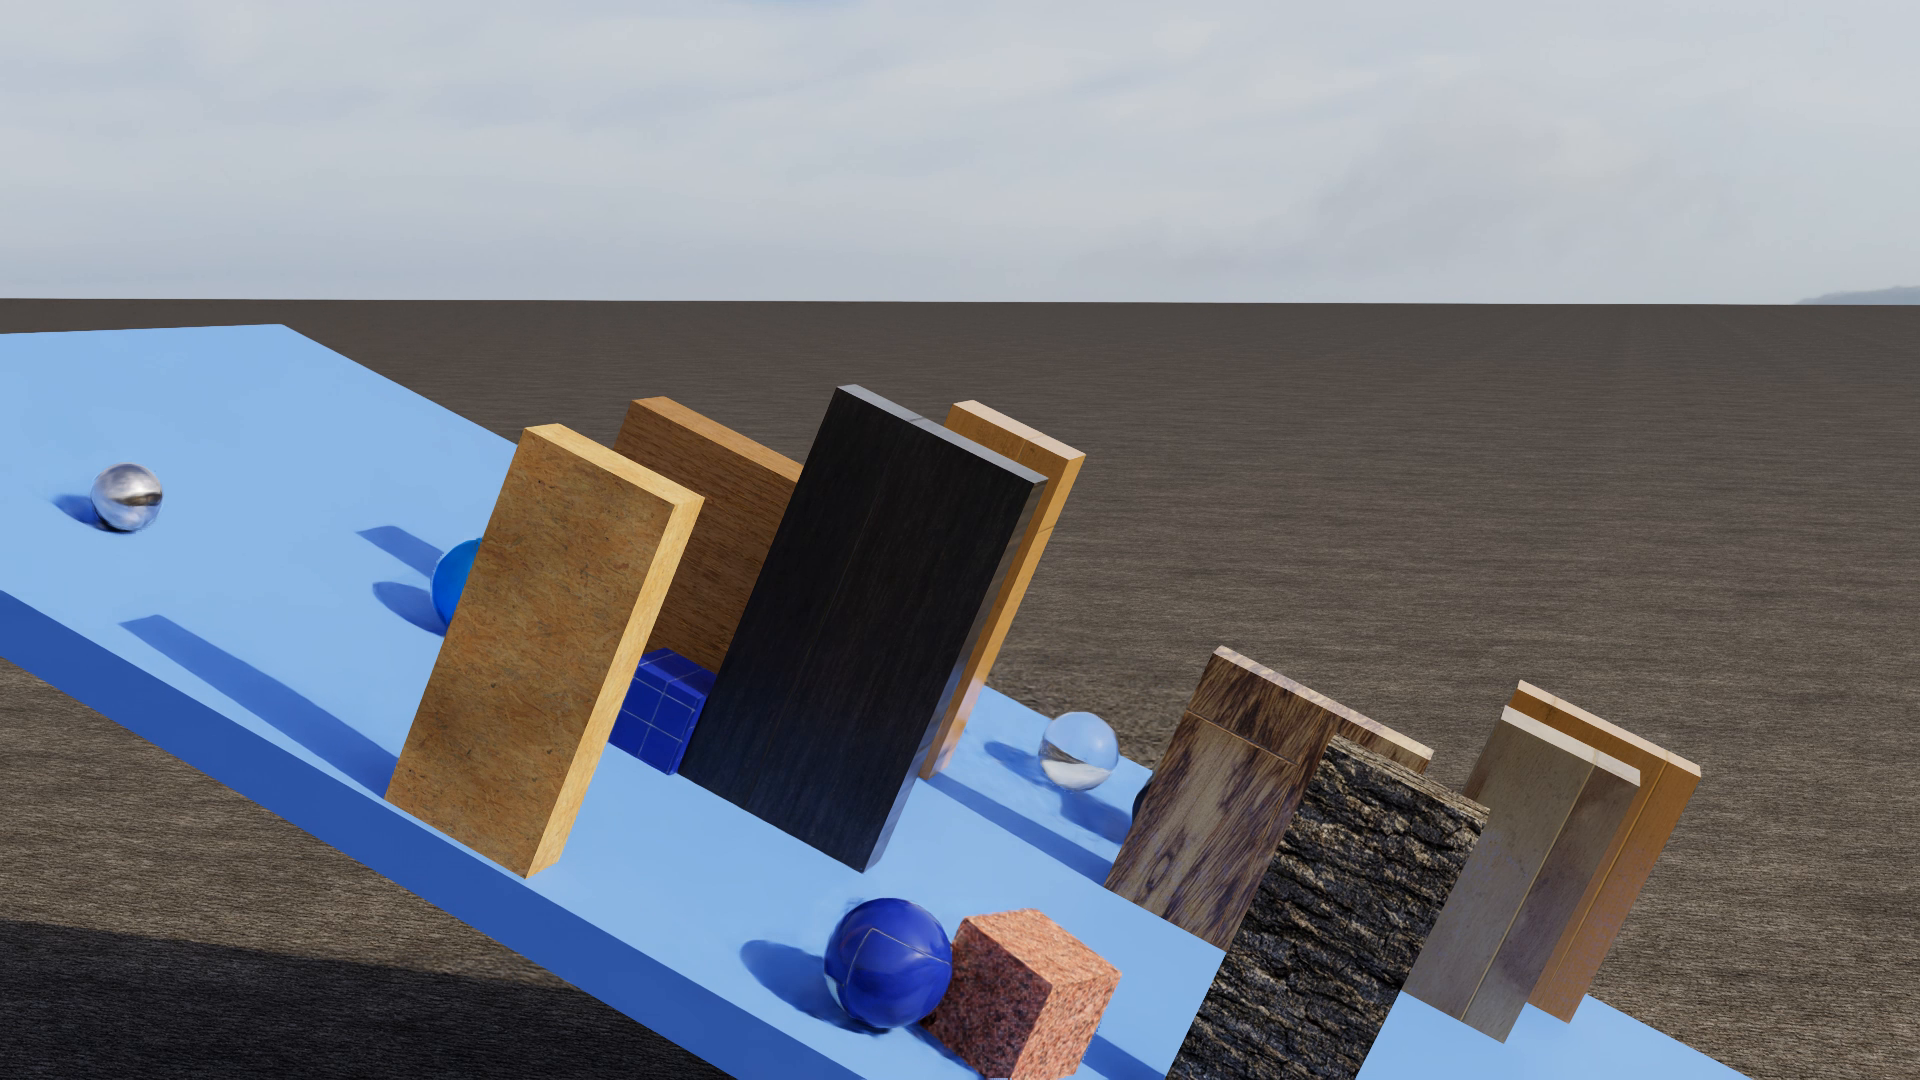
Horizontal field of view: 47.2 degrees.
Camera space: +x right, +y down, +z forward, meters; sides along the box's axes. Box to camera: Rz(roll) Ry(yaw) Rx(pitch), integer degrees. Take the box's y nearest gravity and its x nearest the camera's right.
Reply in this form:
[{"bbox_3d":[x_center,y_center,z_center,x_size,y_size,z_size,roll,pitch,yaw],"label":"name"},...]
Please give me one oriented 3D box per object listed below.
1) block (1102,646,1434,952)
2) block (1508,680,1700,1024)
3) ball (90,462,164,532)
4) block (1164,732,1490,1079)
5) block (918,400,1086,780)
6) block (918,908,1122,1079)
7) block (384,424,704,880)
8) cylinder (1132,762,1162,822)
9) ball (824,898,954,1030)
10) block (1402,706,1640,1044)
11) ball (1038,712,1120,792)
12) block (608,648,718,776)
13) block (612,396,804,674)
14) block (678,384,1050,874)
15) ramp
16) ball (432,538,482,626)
[{"bbox_3d":[0.576,0.526,4.137,0.438,0.508,0.088,26,13,13],"label":"block"},{"bbox_3d":[1.217,0.647,4.581,0.397,0.588,0.107,26,13,13],"label":"block"},{"bbox_3d":[-1.464,-0.076,3.867,0.122,0.122,0.122,0,7,0],"label":"ball"},{"bbox_3d":[0.545,0.639,3.347,0.253,0.641,0.094,26,13,13],"label":"block"},{"bbox_3d":[-0.020,0.099,4.366,0.254,0.705,0.136,26,13,13],"label":"block"},{"bbox_3d":[0.090,0.696,3.349,0.186,0.186,0.186,32,16,34],"label":"block"},{"bbox_3d":[-0.621,0.165,3.268,0.258,0.619,0.105,26,13,13],"label":"block"},{"bbox_3d":[0.475,0.533,4.495,0.197,0.197,0.197,3,21,23],"label":"cylinder"},{"bbox_3d":[-0.106,0.628,3.267,0.193,0.193,0.193,0,7,0],"label":"ball"},{"bbox_3d":[1.070,0.655,4.320,0.283,0.579,0.142,26,13,13],"label":"block"},{"bbox_3d":[0.251,0.446,4.642,0.170,0.170,0.170,0,7,0],"label":"ball"},{"bbox_3d":[-0.522,0.304,3.919,0.152,0.152,0.152,27,14,14],"label":"block"},{"bbox_3d":[-0.524,0.042,4.157,0.372,0.510,0.142,26,13,13],"label":"block"},{"bbox_3d":[-0.174,0.153,3.791,0.378,0.749,0.095,26,13,13],"label":"block"},{"bbox_3d":[-0.280,0.484,4.179,4.000,0.100,2.000,26,13,13],"label":"ramp"},{"bbox_3d":[-0.880,0.091,4.066,0.188,0.188,0.188,0,7,0],"label":"ball"}]
